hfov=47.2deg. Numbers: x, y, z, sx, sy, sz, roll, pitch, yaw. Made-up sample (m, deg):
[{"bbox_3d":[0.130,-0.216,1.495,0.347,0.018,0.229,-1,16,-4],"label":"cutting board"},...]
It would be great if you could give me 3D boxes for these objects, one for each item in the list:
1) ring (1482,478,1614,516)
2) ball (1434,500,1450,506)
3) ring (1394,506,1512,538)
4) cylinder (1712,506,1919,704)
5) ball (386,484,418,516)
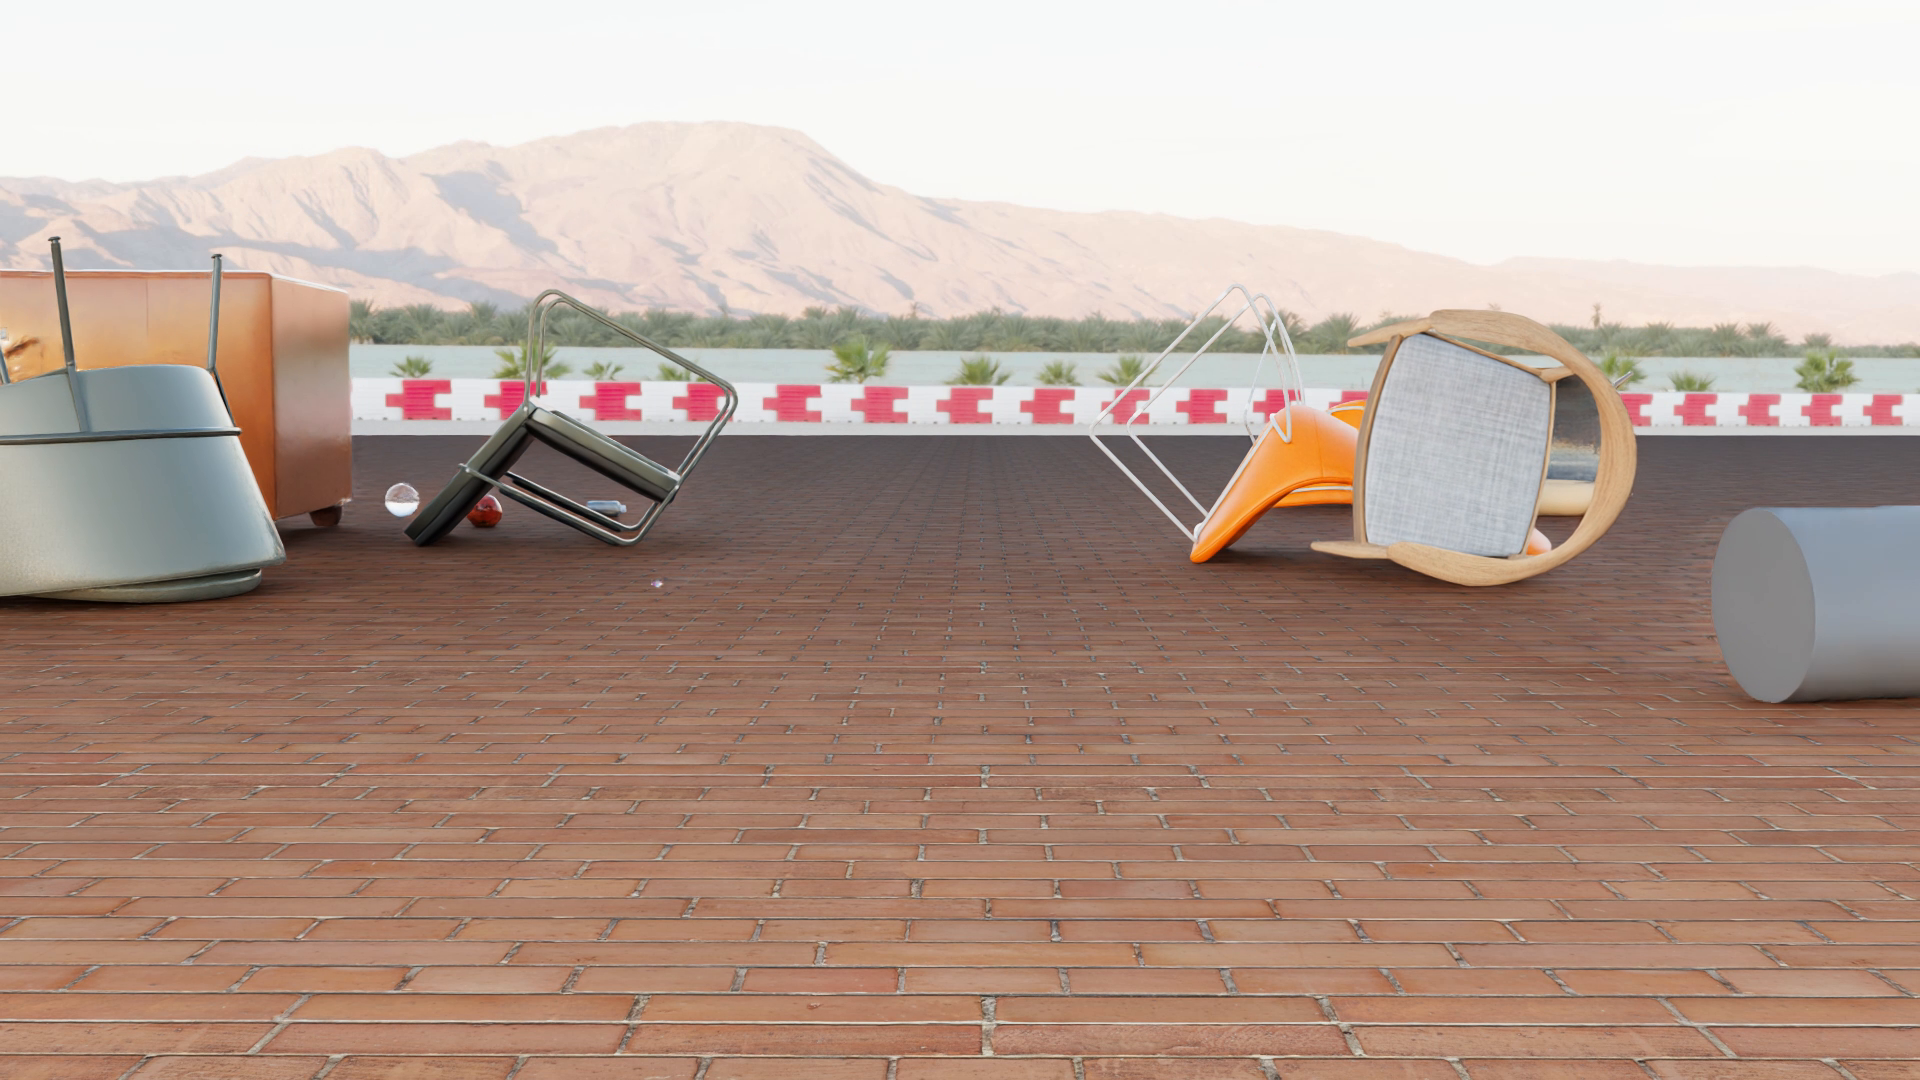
[{"bbox_3d":[2.116,-0.153,7.928,0.465,0.119,0.403,3,5,27],"label":"ring"},{"bbox_3d":[1.677,-0.107,7.659,0.060,0.060,0.060,0,4,0],"label":"ball"},{"bbox_3d":[1.498,-0.055,6.671,0.360,0.095,0.166,1,2,-2],"label":"ring"},{"bbox_3d":[1.300,0.091,3.198,0.309,0.283,0.241,-1,-18,-15],"label":"cylinder"},{"bbox_3d":[-1.961,-0.139,7.728,0.115,0.115,0.115,0,4,0],"label":"ball"}]
